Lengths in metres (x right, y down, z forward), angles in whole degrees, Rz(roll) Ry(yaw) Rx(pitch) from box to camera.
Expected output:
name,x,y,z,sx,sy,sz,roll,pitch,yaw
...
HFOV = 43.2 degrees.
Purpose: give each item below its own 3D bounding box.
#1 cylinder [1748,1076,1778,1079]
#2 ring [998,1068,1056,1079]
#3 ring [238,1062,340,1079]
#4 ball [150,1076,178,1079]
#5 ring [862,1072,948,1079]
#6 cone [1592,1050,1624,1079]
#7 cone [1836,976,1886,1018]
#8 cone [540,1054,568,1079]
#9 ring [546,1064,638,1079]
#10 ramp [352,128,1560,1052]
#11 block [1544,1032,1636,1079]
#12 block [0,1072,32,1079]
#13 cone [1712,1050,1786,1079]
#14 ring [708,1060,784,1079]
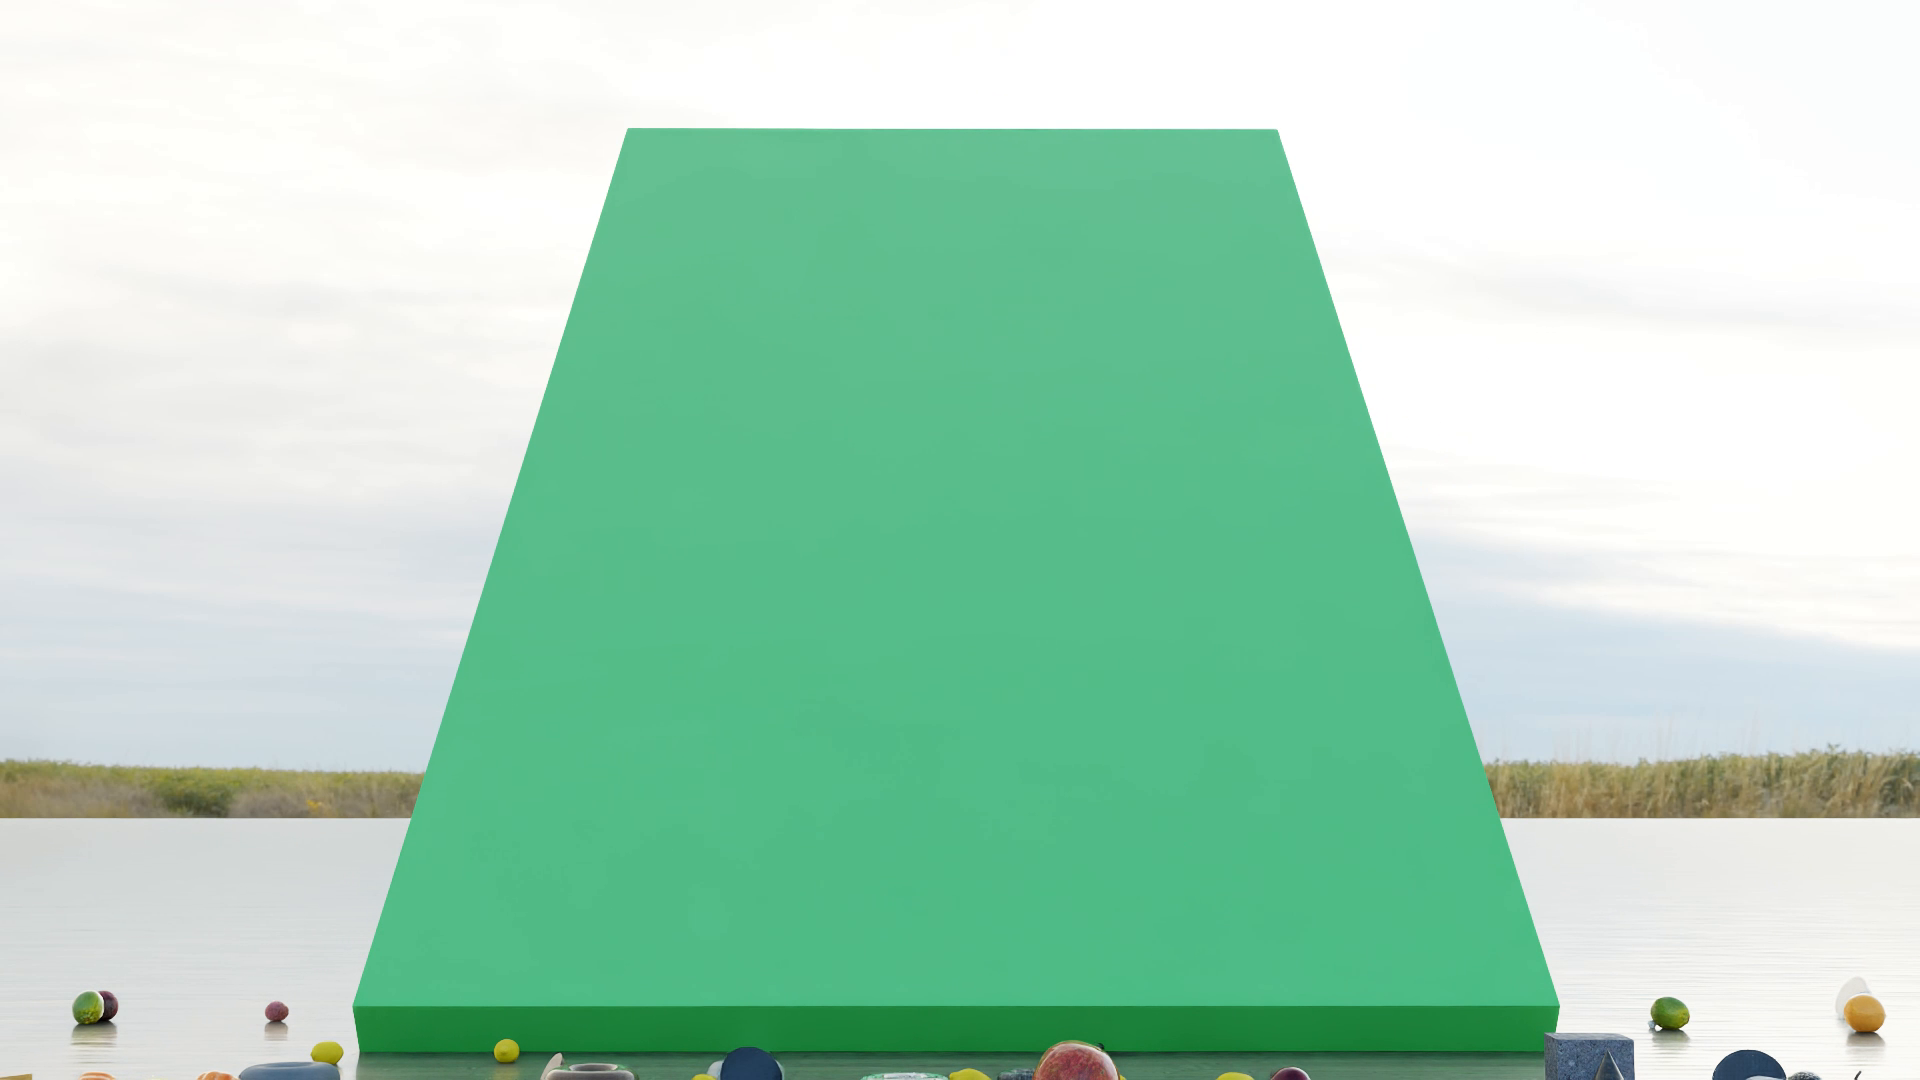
name,x,y,z,sx,sy,sz,roll,pitch,yaw
cylinder,0.939,0.664,2.766,0.094,0.094,0.094,2,-7,-14
ring,0.096,0.778,3.485,0.087,0.029,0.087,1,-5,0
ring,-0.942,0.760,3.403,0.141,0.047,0.141,-1,-7,0
ball,-0.944,0.679,2.869,0.087,0.087,0.087,0,-6,0
ring,-0.075,0.746,3.275,0.137,0.046,0.137,0,-8,0
cone,0.841,0.707,3.146,0.093,0.093,0.093,0,-6,0
cone,1.784,0.915,4.759,0.089,0.089,0.089,28,-12,-9
cone,-0.558,0.775,3.463,0.064,0.064,0.064,31,-18,-20
ring,-0.515,0.760,3.390,0.134,0.045,0.134,0,-5,0
ramp,-0.014,-0.204,5.761,2.000,0.100,4.000,0,31,0
block,0.842,0.715,3.246,0.100,0.100,0.100,0,-6,4
block,-1.172,0.681,2.886,0.087,0.087,0.087,-3,-7,27
cone,1.057,0.742,3.230,0.096,0.096,0.096,-3,-34,24
ring,-0.313,0.780,3.543,0.113,0.038,0.113,0,-8,0
